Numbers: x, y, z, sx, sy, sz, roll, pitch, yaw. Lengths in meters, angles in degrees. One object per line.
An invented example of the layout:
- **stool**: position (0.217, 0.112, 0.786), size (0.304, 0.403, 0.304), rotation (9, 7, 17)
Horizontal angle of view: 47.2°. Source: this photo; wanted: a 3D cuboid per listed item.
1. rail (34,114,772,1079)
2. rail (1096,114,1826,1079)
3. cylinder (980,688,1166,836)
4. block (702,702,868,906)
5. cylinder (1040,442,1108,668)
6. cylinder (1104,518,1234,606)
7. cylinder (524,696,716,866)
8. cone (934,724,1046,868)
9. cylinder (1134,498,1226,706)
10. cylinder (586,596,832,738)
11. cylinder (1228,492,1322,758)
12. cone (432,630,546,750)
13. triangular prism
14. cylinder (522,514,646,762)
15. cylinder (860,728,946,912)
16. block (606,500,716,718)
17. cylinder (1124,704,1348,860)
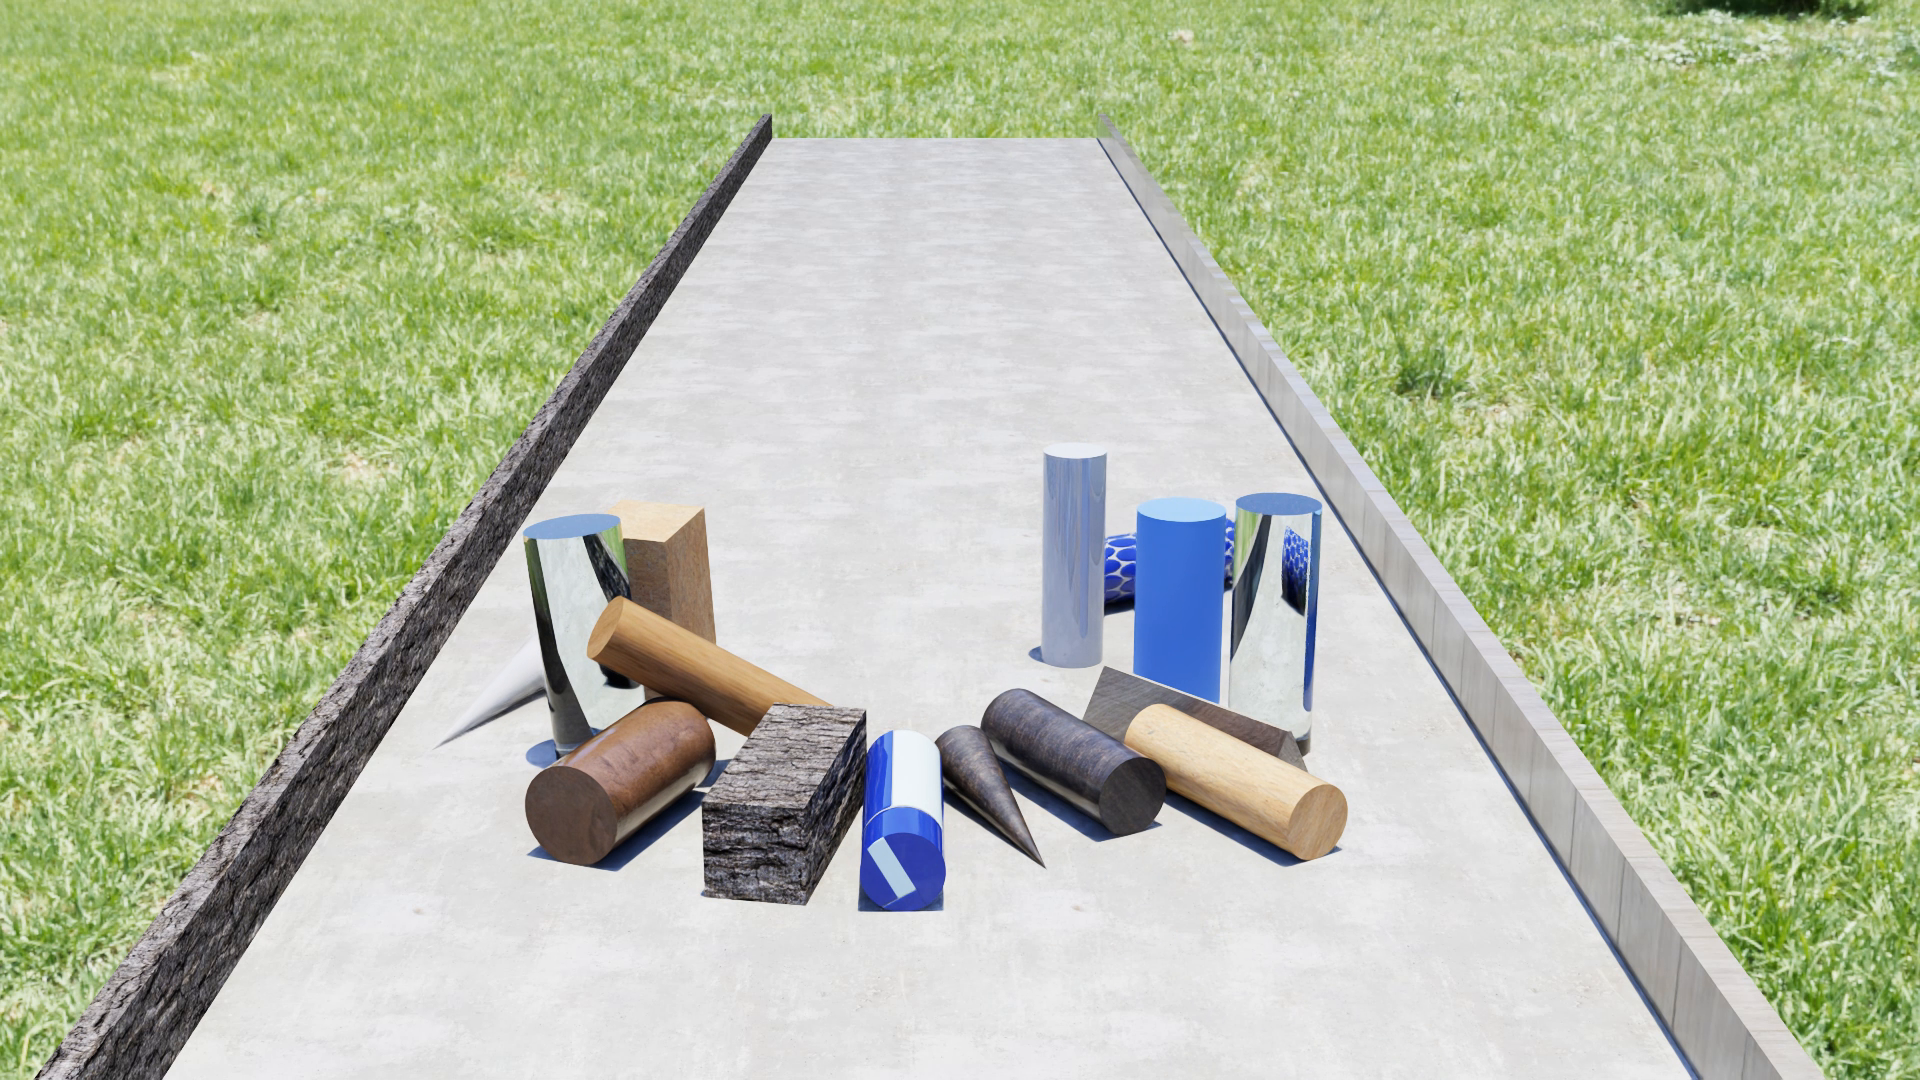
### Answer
- **rail**: position (-1.118, -0.838, 7.780), size (0.050, 0.150, 12.000), rotation (0, 17, -1)
- **rail**: position (0.932, -0.844, 7.801), size (0.050, 0.150, 12.000), rotation (0, 17, -1)
- **cylinder**: position (0.187, 0.372, 3.738), size (0.135, 0.135, 0.373), rotation (-10, 19, -29)
- **block**: position (-0.275, 0.417, 3.544), size (0.160, 0.160, 0.428), rotation (3, 17, 10)
- **cylinder**: position (0.225, 0.031, 4.366), size (0.126, 0.431, 0.126), rotation (0, 17, 0)
- **cylinder**: position (0.418, 0.050, 4.803), size (0.406, 0.145, 0.145), rotation (-10, 19, -30)
- **cylinder**: position (-0.553, 0.391, 3.616), size (0.168, 0.168, 0.333), rotation (6, 18, 21)
- **cone**: position (0.068, 0.445, 3.628), size (0.117, 0.117, 0.371), rotation (-7, 27, -21)
- **cylinder**: position (0.410, 0.128, 4.120), size (0.165, 0.386, 0.165), rotation (0, 17, 0)
- **cylinder**: position (-0.421, 0.248, 3.795), size (0.444, 0.118, 0.118), rotation (30, 5, -23)
- **cylinder**: position (0.558, 0.155, 3.910), size (0.151, 0.454, 0.151), rotation (0, 17, 0)
- **cone**: position (-0.875, 0.300, 4.125), size (0.106, 0.106, 0.418), rotation (7, 25, 21)
- **triangular prism**: position (0.414, 0.330, 3.909), size (0.129, 0.112, 0.441), rotation (-14, 21, -39)
- **cylinder**: position (-0.650, 0.180, 3.851), size (0.169, 0.424, 0.169), rotation (-5, 15, 1)
- **cylinder**: position (-0.091, 0.441, 3.516), size (0.131, 0.131, 0.423), rotation (0, 17, -1)
- **block**: position (-0.562, 0.144, 4.023), size (0.166, 0.392, 0.166), rotation (5, 24, 18)
- **cylinder**: position (0.453, 0.398, 3.665), size (0.128, 0.128, 0.425), rotation (-10, 20, -31)
